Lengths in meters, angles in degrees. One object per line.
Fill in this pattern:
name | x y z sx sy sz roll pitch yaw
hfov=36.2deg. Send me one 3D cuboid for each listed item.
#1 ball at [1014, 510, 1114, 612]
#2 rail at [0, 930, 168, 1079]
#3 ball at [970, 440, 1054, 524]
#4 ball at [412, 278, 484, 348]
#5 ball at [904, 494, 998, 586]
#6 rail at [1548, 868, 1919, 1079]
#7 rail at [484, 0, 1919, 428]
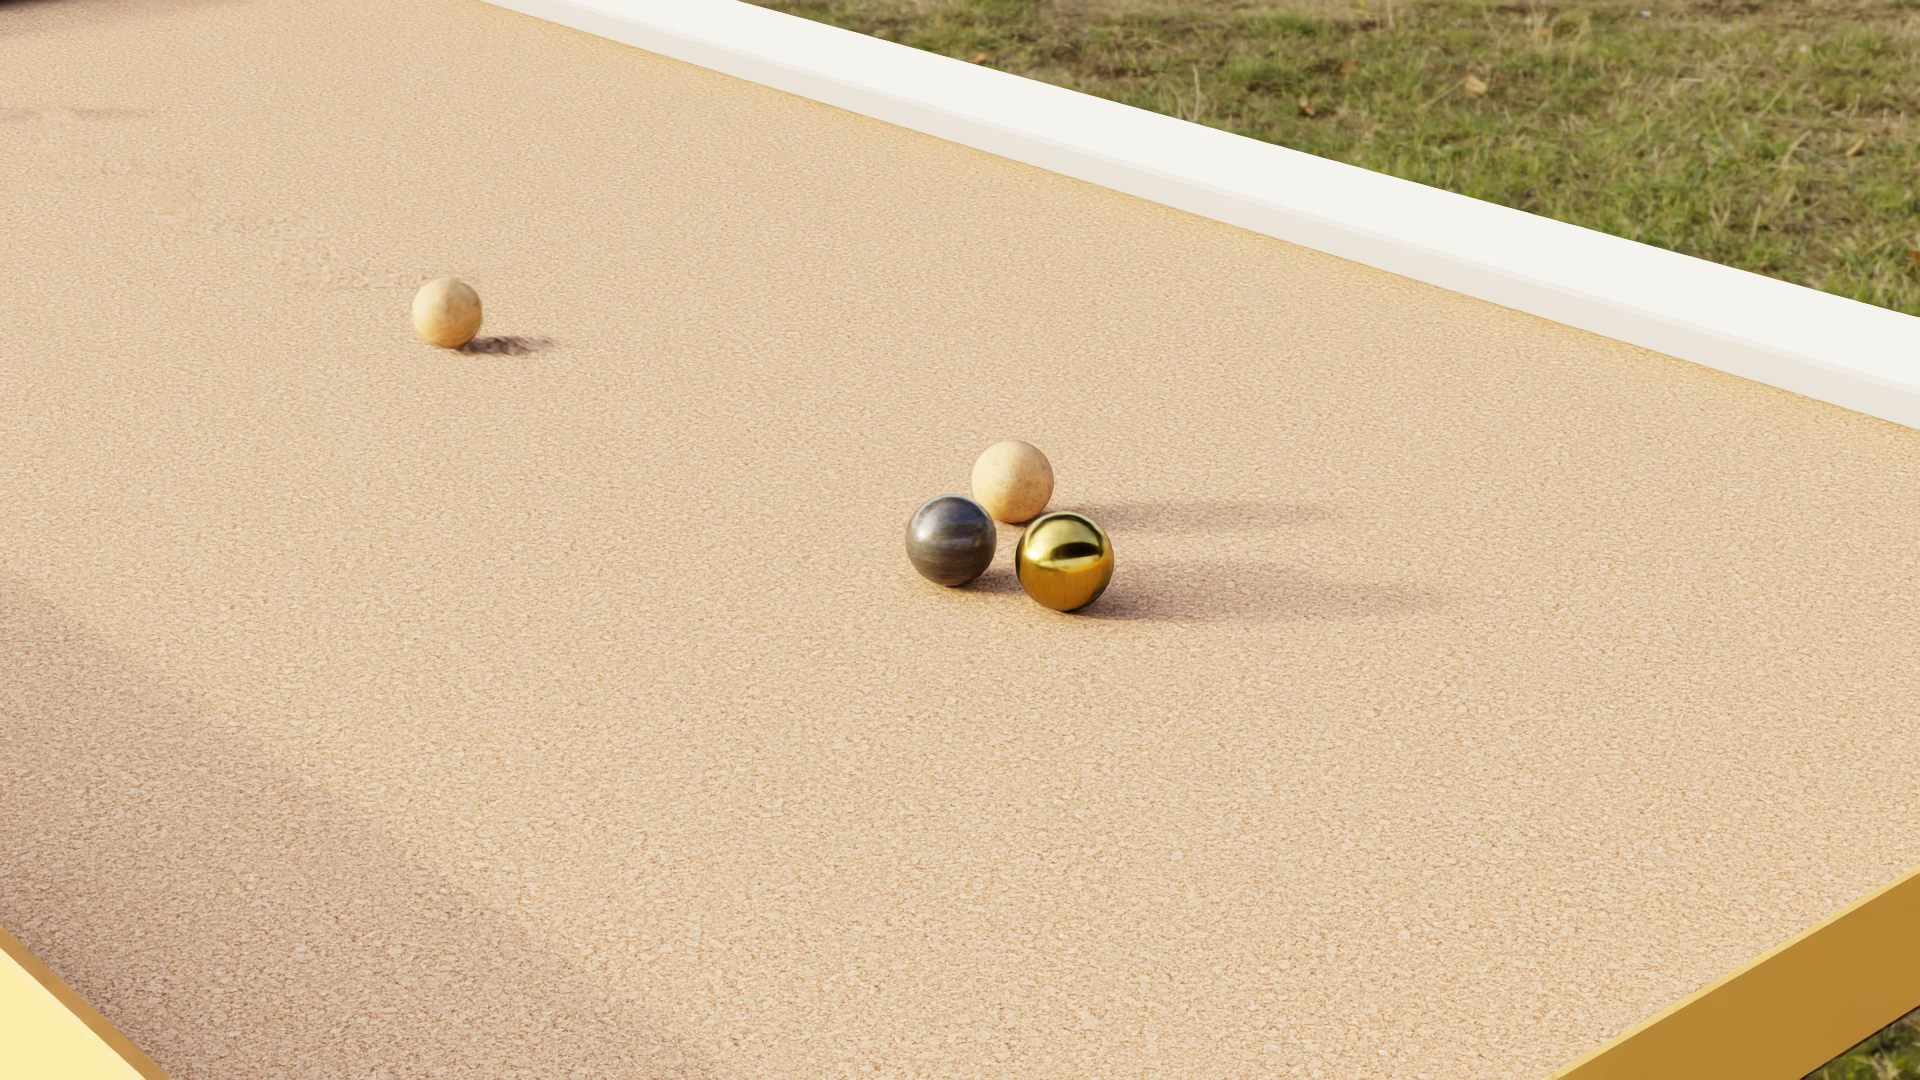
ball | 0.084 0.017 2.371 0.081 0.081 0.081 0 23 0
rail | -1.262 -0.047 2.490 0.045 0.105 3.562 -18 29 -37
ball | 0.045 -0.051 2.545 0.072 0.072 0.072 0 23 0
ball | -0.519 -0.230 2.980 0.071 0.071 0.071 0 23 0
ball | -0.007 0.000 2.418 0.076 0.076 0.076 0 23 0
rail | 0.567 0.237 1.806 1.845 0.105 0.045 -18 29 -37
rail | 0.097 -0.497 3.577 0.045 0.105 3.562 -18 29 -37
